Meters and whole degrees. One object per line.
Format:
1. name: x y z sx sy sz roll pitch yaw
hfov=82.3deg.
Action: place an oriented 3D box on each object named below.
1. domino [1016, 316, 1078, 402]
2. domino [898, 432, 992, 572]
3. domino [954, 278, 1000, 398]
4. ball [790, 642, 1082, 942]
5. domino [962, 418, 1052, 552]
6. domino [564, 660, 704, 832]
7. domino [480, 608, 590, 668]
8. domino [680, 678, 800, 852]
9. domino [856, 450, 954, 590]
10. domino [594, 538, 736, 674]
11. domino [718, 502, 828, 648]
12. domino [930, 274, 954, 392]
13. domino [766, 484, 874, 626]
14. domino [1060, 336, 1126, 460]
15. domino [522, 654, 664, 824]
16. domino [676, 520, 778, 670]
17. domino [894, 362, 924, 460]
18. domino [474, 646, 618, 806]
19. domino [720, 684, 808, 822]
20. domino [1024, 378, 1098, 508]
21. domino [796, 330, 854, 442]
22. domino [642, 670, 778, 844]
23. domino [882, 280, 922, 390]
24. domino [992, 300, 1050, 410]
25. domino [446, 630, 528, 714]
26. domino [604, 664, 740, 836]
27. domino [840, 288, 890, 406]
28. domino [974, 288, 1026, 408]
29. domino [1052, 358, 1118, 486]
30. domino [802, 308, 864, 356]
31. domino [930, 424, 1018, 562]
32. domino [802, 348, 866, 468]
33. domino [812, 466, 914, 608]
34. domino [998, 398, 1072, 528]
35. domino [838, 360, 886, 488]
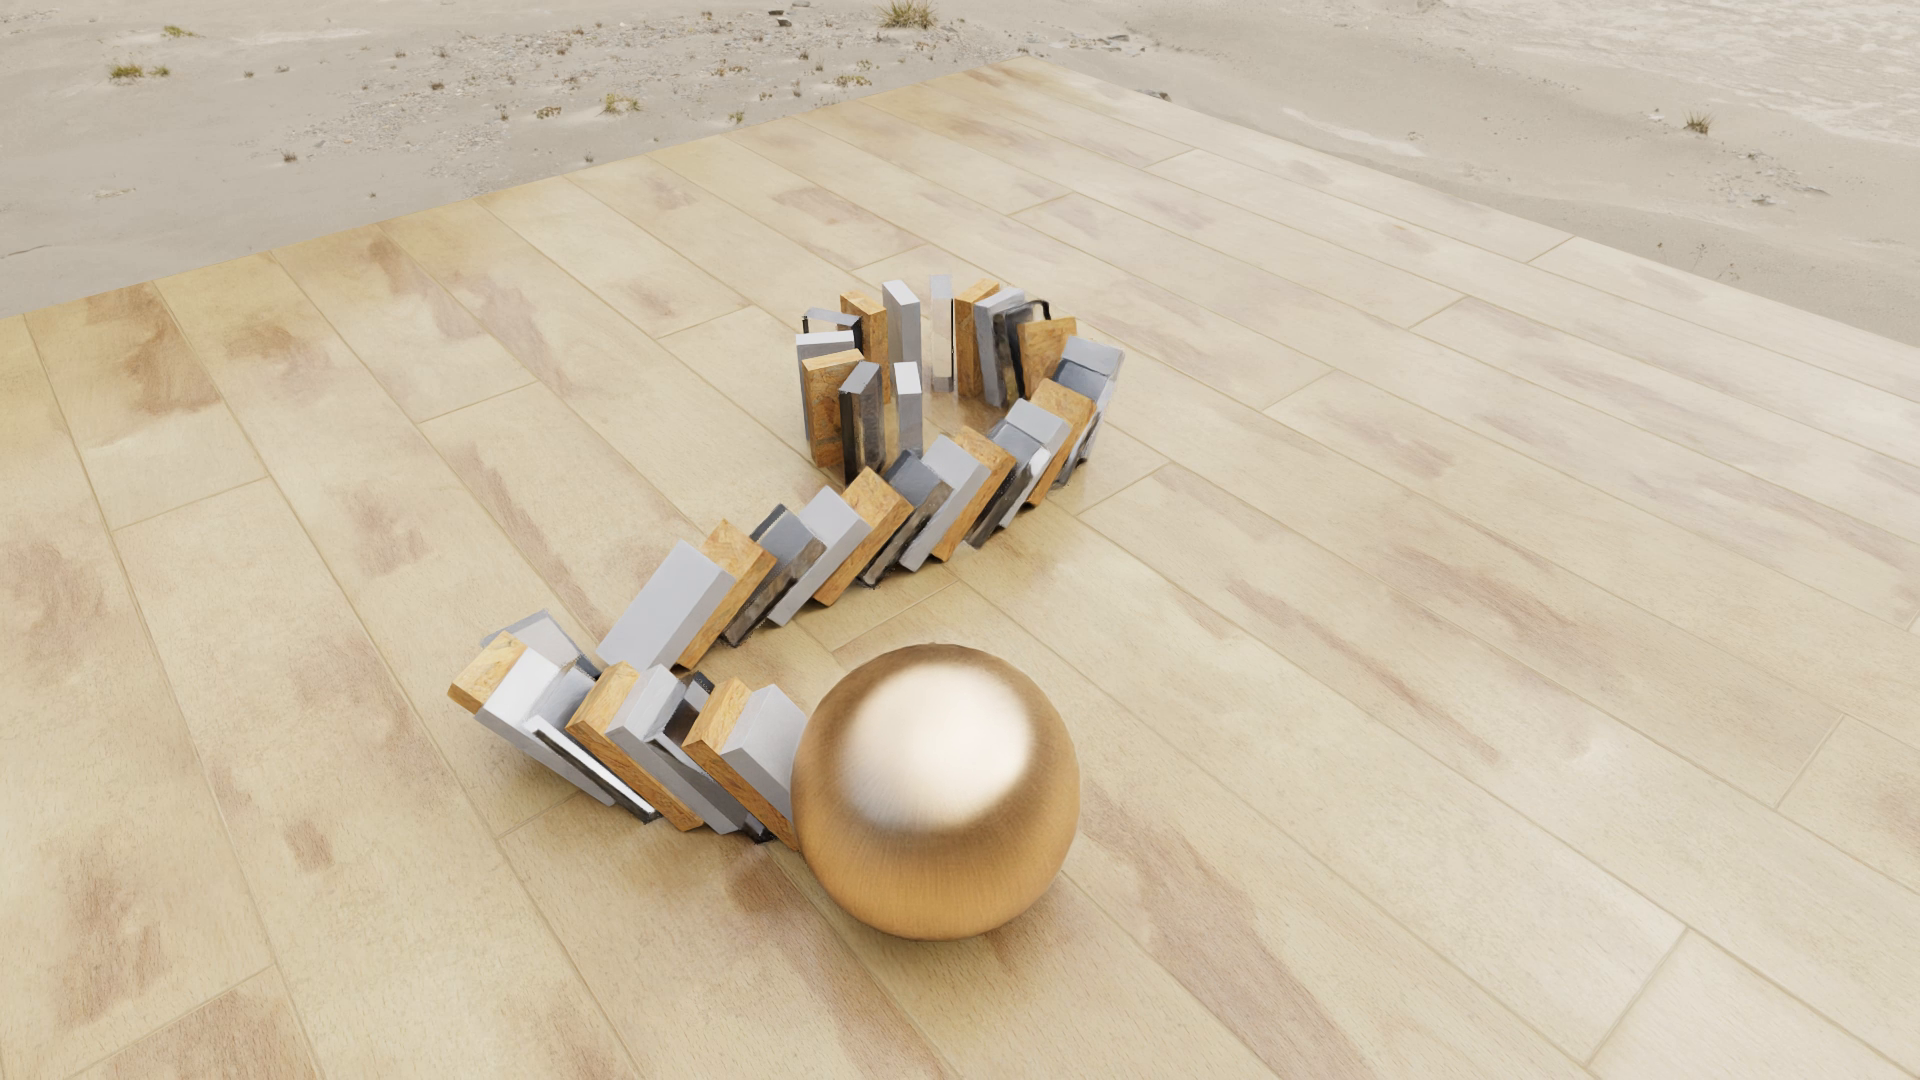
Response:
1. domino: 0.043 -0.075 0.504 0.025 0.050 0.010 -12 13 -15
2. domino: -0.013 -0.015 0.436 0.025 0.010 0.050 39 93 36
3. domino: 0.009 -0.097 0.530 0.009 0.050 0.025 20 43 26
4. ball: -0.007 0.068 0.304 0.080 0.080 0.080 0 39 0
5. domino: 0.012 -0.023 0.449 0.025 0.009 0.050 37 89 36
6. domino: -0.094 0.063 0.338 0.010 0.050 0.025 -24 27 32
7. domino: -0.146 0.046 0.387 0.025 0.009 0.050 -29 47 -31
8. domino: -0.059 0.068 0.332 0.010 0.050 0.025 -24 27 32
9. domino: -0.027 -0.008 0.430 0.050 0.009 0.025 -51 51 4
10. domino: -0.104 0.027 0.390 0.025 0.009 0.050 31 80 33
11. domino: -0.075 0.013 0.408 0.050 0.010 0.025 -47 52 -3
12. domino: -0.009 -0.100 0.533 0.010 0.050 0.025 -3 39 -4
13. domino: -0.059 0.006 0.416 0.050 0.010 0.025 -47 51 0
14. domino: 0.053 -0.064 0.492 0.025 0.050 0.009 21 4 19
15. domino: -0.107 0.062 0.340 0.010 0.050 0.025 -28 26 34
16. domino: -0.092 0.019 0.400 0.025 0.010 0.050 33 82 34
17. domino: -0.022 -0.048 0.470 0.009 0.050 0.025 -4 40 -5
18. domino: -0.123 0.059 0.346 0.050 0.010 0.025 39 43 -16
19. domino: -0.047 0.070 0.330 0.010 0.050 0.025 -24 27 32
20. domino: 0.034 -0.042 0.470 0.025 0.009 0.050 31 90 32
21. domino: -0.059 -0.069 0.496 0.025 0.050 0.010 -5 40 -7
22. domino: -0.071 0.066 0.334 0.009 0.050 0.025 -24 27 32
23. domino: -0.028 -0.097 0.529 0.010 0.050 0.025 -16 42 -18
24. domino: 0.032 -0.084 0.514 0.025 0.050 0.009 -24 25 -26
25. domino: -0.136 0.054 0.357 0.050 0.010 0.025 37 43 -6
26. domino: -0.082 0.064 0.336 0.010 0.050 0.025 -25 28 32
27. domino: -0.045 -0.090 0.522 0.009 0.050 0.025 -25 45 -27
28. domino: 0.021 -0.091 0.522 0.025 0.050 0.010 -32 38 -33
29. domino: 0.045 -0.052 0.480 0.025 0.050 0.009 29 3 30
30. domino: -0.058 -0.081 0.511 0.025 0.050 0.010 15 42 17
31. domino: -0.002 -0.019 0.443 0.025 0.009 0.050 36 91 36
32. domino: -0.054 -0.057 0.481 0.025 0.050 0.009 -15 42 -18
33. domino: -0.043 -0.002 0.423 0.050 0.010 0.025 -49 51 2
34. domino: 0.022 -0.033 0.461 0.025 0.009 0.050 32 87 33
35. domino: -0.041 -0.048 0.470 0.009 0.050 0.025 11 41 13
